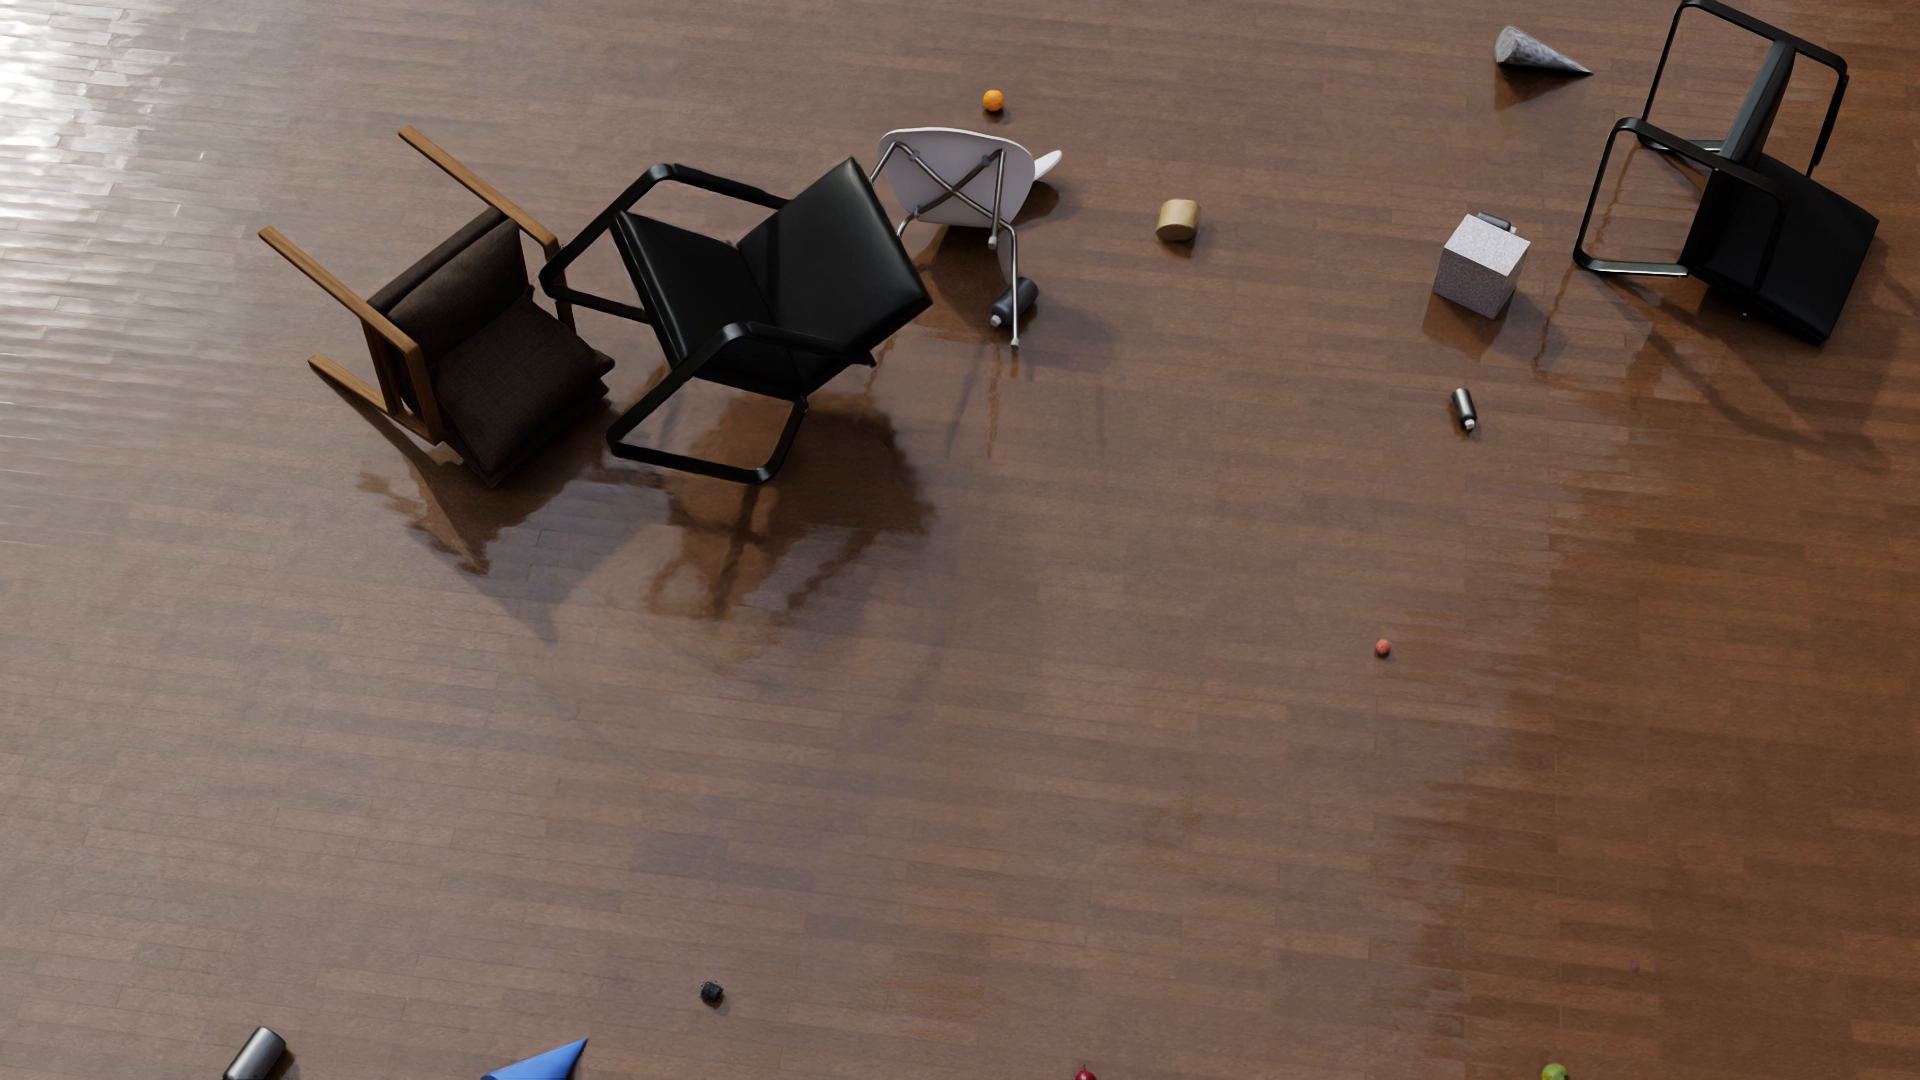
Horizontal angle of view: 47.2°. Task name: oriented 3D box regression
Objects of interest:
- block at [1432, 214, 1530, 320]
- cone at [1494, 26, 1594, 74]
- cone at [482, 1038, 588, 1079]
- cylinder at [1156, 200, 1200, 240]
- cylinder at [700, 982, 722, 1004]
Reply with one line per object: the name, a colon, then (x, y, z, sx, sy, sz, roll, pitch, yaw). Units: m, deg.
block: (1.665, -0.873, 7.031, 0.219, 0.213, 0.168, 29, 61, 18)
cone: (2.052, -1.671, 7.645, 0.339, 0.127, 0.233, 16, 21, -6)
cone: (-1.050, 1.356, 5.615, 0.198, 0.165, 0.284, 47, 49, 6)
cylinder: (0.718, -1.053, 7.230, 0.131, 0.077, 0.114, 0, 54, 20)
cylinder: (-0.650, 1.183, 5.754, 0.040, 0.043, 0.044, 23, 76, 15)
